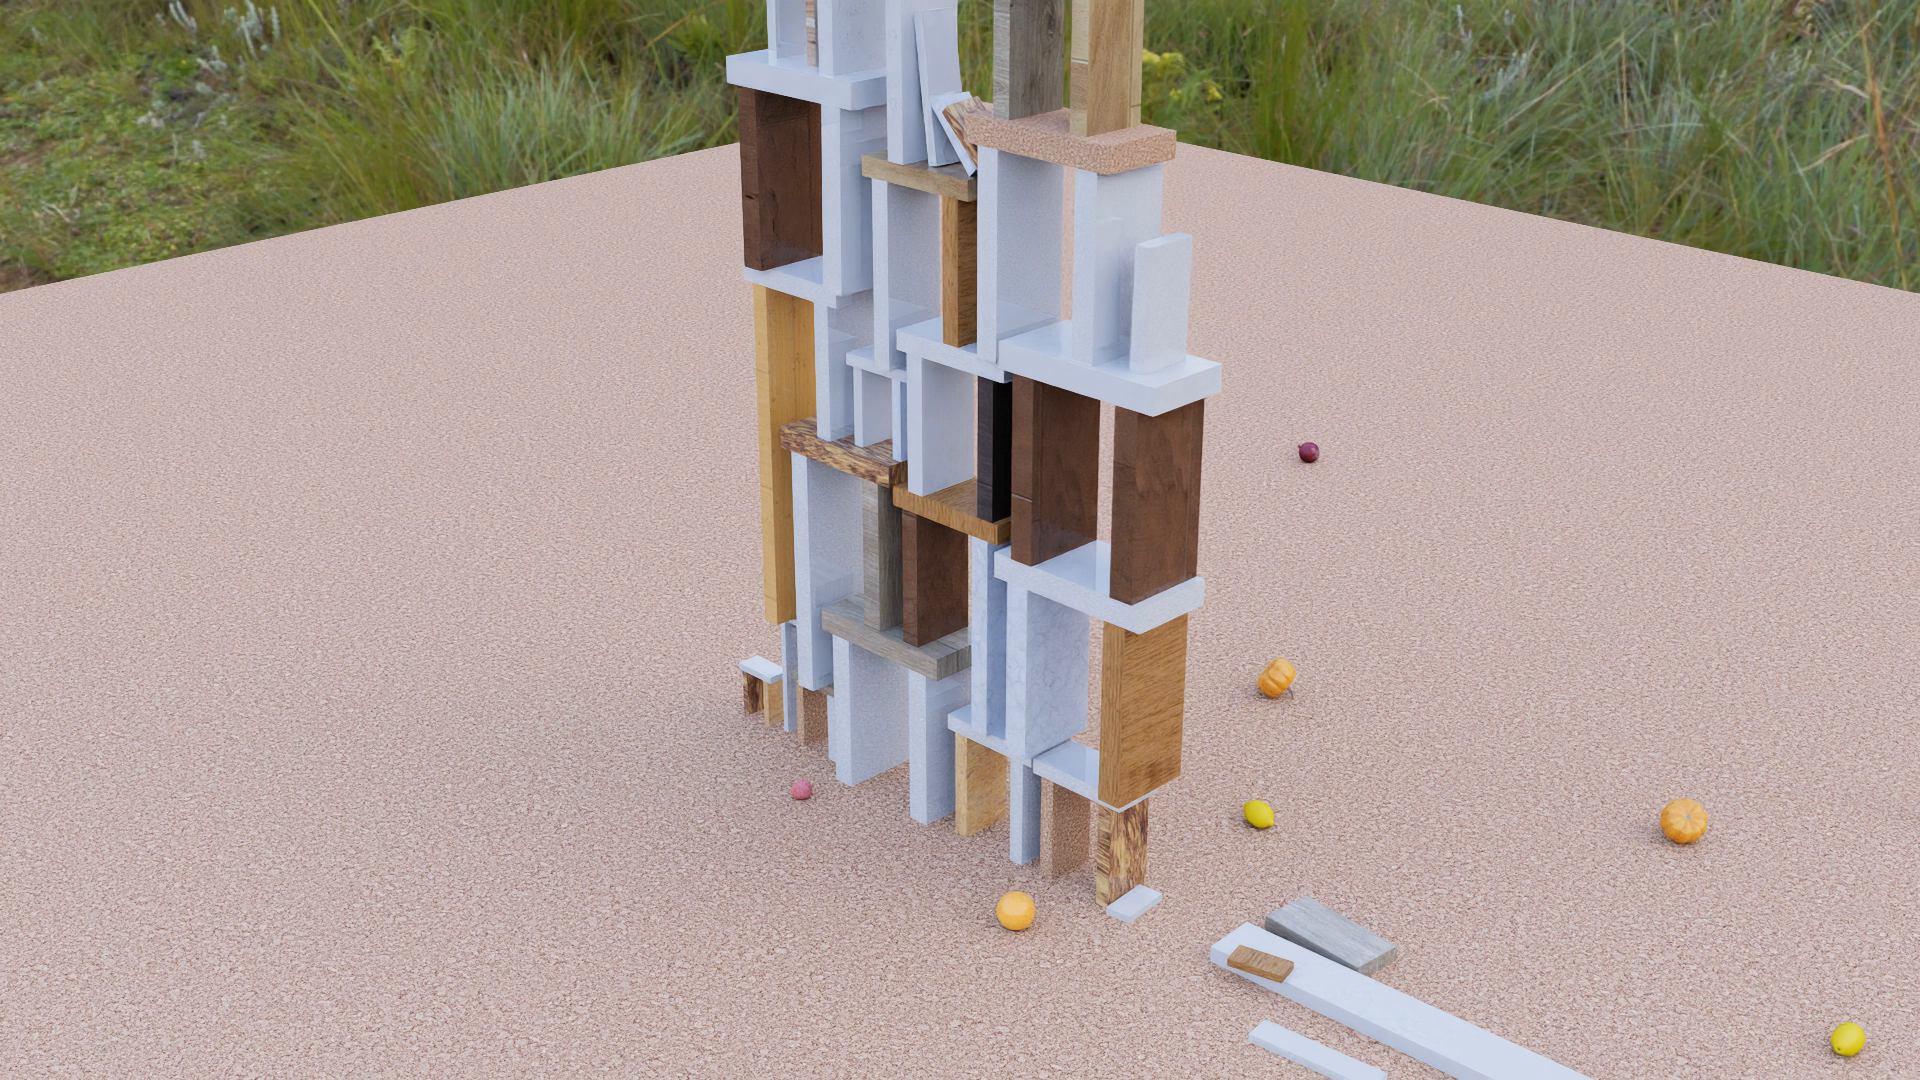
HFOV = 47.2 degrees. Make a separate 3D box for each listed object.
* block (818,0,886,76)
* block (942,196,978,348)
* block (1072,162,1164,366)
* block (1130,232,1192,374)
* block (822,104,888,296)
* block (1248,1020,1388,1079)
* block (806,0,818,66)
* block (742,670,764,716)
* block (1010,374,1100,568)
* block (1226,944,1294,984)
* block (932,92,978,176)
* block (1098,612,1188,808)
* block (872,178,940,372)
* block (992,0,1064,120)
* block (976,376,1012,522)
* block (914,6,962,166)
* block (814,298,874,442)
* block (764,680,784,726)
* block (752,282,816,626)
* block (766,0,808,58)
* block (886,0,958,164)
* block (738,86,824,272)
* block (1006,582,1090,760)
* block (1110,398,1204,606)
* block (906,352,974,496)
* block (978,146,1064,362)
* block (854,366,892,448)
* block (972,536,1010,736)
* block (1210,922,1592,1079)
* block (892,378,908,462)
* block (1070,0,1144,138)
[{"bbox_3d":[-0.195,-0.997,4.011,0.138,0.276,0.039,-21,31,-40],"label":"block"},{"bbox_3d":[0.031,-0.498,3.979,0.137,0.274,0.039,-21,31,-41],"label":"block"},{"bbox_3d":[0.267,-0.478,3.734,0.048,0.336,0.168,21,31,40],"label":"block"},{"bbox_3d":[0.337,-0.397,3.692,0.110,0.220,0.031,-21,32,-41],"label":"block"},{"bbox_3d":[-0.176,-0.653,4.138,0.178,0.355,0.050,-21,32,-41],"label":"block"},{"bbox_3d":[0.600,0.869,3.694,0.238,0.015,0.053,18,29,36],"label":"block"},{"bbox_3d":[-0.246,-0.971,4.087,0.084,0.168,0.024,-21,31,-40],"label":"block"},{"bbox_3d":[-0.453,0.329,4.851,0.015,0.105,0.053,21,31,41],"label":"block"},{"bbox_3d":[0.173,-0.147,3.969,0.050,0.356,0.178,21,31,41],"label":"block"},{"bbox_3d":[0.532,0.750,3.893,0.105,0.015,0.053,14,27,29],"label":"block"},{"bbox_3d":[0.016,-0.718,3.888,0.076,0.152,0.022,-19,-13,-37],"label":"block"},{"bbox_3d":[0.332,0.290,3.986,0.050,0.361,0.175,21,31,40],"label":"block"},{"bbox_3d":[-0.100,-0.507,4.116,0.039,0.363,0.137,20,30,39],"label":"block"},{"bbox_3d":[0.117,-0.859,3.739,0.134,0.268,0.038,-21,31,-40],"label":"block"},{"bbox_3d":[0.094,-0.183,4.041,0.138,0.276,0.039,-21,31,-41],"label":"block"},{"bbox_3d":[-0.033,-0.806,3.911,0.076,0.269,0.022,-20,22,-38],"label":"block"},{"bbox_3d":[-0.218,-0.345,4.320,0.138,0.276,0.039,-21,31,-40],"label":"block"},{"bbox_3d":[-0.403,0.348,4.805,0.015,0.105,0.053,21,31,41],"label":"block"},{"bbox_3d":[-0.348,-0.184,4.531,0.138,0.737,0.039,-21,31,-41],"label":"block"},{"bbox_3d":[-0.325,-1.002,4.160,0.084,0.168,0.024,-21,31,-40],"label":"block"},{"bbox_3d":[-0.068,-0.885,3.918,0.138,0.410,0.039,-21,31,-40],"label":"block"},{"bbox_3d":[-0.343,-0.719,4.294,0.050,0.355,0.178,21,31,40],"label":"block"},{"bbox_3d":[0.166,0.221,4.136,0.050,0.351,0.175,21,31,40],"label":"block"},{"bbox_3d":[0.342,-0.081,3.815,0.050,0.356,0.178,21,31,41],"label":"block"},{"bbox_3d":[-0.036,-0.233,4.160,0.138,0.276,0.039,-21,31,-41],"label":"block"},{"bbox_3d":[0.107,-0.519,3.890,0.168,0.382,0.048,-21,31,-40],"label":"block"},{"bbox_3d":[-0.169,-0.269,4.287,0.081,0.163,0.023,-21,31,-41],"label":"block"},{"bbox_3d":[0.086,0.166,4.195,0.140,0.406,0.040,-21,31,-41],"label":"block"},{"bbox_3d":[0.962,0.899,3.601,1.283,0.031,0.110,20,30,38],"label":"block"},{"bbox_3d":[-0.092,-0.239,4.217,0.081,0.163,0.023,-21,31,-40],"label":"block"},{"bbox_3d":[0.242,-0.810,3.622,0.134,0.268,0.038,-21,31,-40],"label":"block"}]
